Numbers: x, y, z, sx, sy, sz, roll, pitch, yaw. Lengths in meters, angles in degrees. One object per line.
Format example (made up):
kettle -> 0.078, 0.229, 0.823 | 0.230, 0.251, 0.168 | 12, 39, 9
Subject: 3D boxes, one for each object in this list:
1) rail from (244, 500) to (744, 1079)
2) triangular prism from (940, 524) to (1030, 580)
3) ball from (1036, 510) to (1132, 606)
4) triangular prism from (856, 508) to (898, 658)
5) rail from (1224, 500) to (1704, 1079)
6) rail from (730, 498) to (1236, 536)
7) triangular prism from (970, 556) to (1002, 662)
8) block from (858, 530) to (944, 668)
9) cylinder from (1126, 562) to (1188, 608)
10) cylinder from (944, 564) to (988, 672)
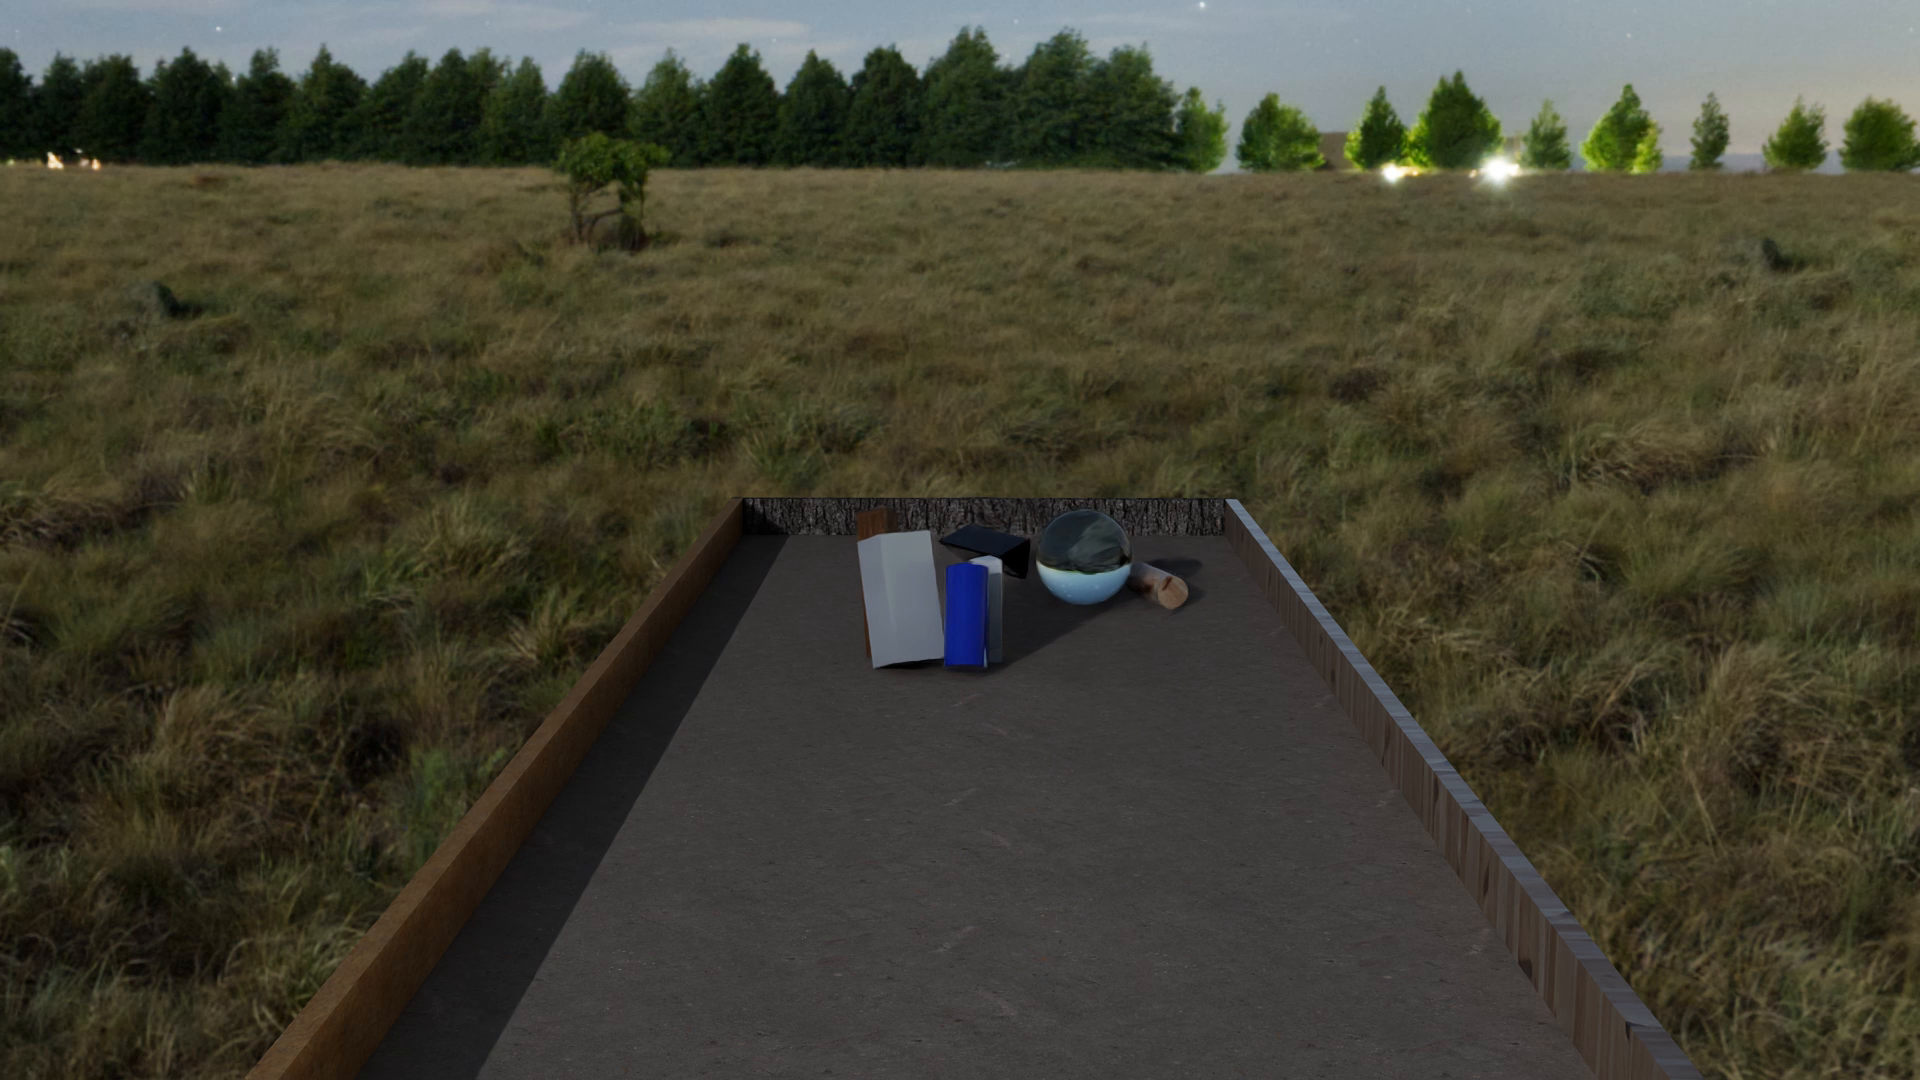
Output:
rail -> -1.004, 0.839, 3.234 | 0.050, 0.150, 12.000 | 0, 9, 1
triangular prism -> 0.115, 0.022, 8.251 | 0.148, 0.128, 0.429 | 39, -12, -30
ball -> 0.427, 0.061, 7.564 | 0.333, 0.333, 0.333 | 0, 9, 0
triangular prism -> -0.220, 0.132, 6.760 | 0.108, 0.444, 0.125 | 3, -10, -44
rail -> 1.046, 0.843, 3.208 | 0.050, 0.150, 12.000 | 0, 9, 1
rail -> 0.099, -0.098, 9.147 | 2.100, 0.150, 0.050 | 0, 9, 1
triangular prism -> 0.085, 0.208, 6.696 | 0.100, 0.314, 0.086 | 2, 9, 10
block -> -0.175, 0.178, 6.565 | 0.165, 0.383, 0.165 | -5, -7, -27
cylinder -> 0.683, 0.157, 7.665 | 0.111, 0.111, 0.311 | -3, 9, -16
cylinder -> 0.019, 0.232, 6.499 | 0.127, 0.303, 0.127 | 1, -14, 0
